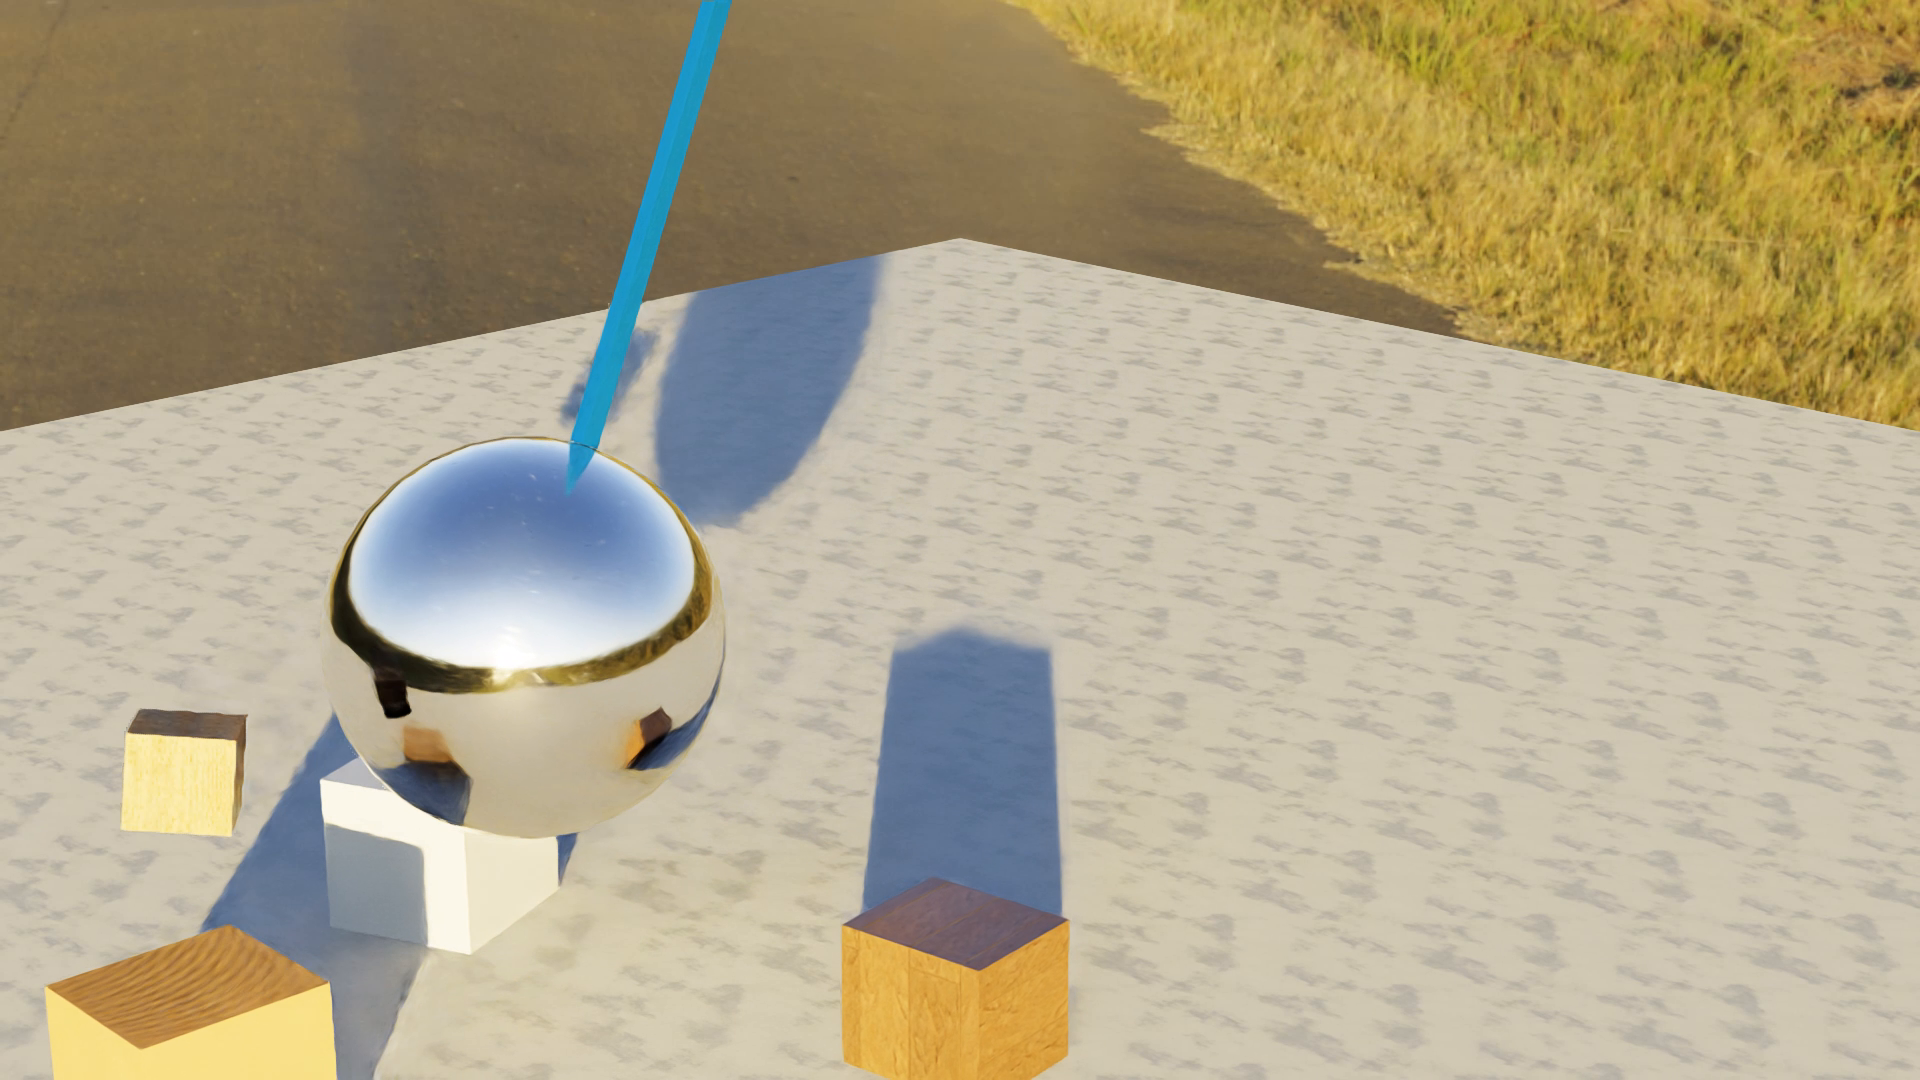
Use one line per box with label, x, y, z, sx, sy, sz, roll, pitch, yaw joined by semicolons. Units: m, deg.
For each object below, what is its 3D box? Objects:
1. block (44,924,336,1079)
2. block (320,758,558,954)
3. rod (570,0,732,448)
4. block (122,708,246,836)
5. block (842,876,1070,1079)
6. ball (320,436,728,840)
block;-2.855;1.969;10.939;0.774;0.684;0.707;-16;24;-41
block;-2.296;1.311;13.008;0.718;0.698;0.745;7;19;22
rod;-0.748;-2.869;11.656;0.080;5.200;0.080;17;0;42
block;-2.868;0.857;10.852;0.390;0.364;0.345;4;11;-8
block;-0.018;1.792;11.644;0.682;0.600;0.587;13;22;36
ball;-1.726;0.387;11.654;1.600;1.600;1.600;0;17;0
